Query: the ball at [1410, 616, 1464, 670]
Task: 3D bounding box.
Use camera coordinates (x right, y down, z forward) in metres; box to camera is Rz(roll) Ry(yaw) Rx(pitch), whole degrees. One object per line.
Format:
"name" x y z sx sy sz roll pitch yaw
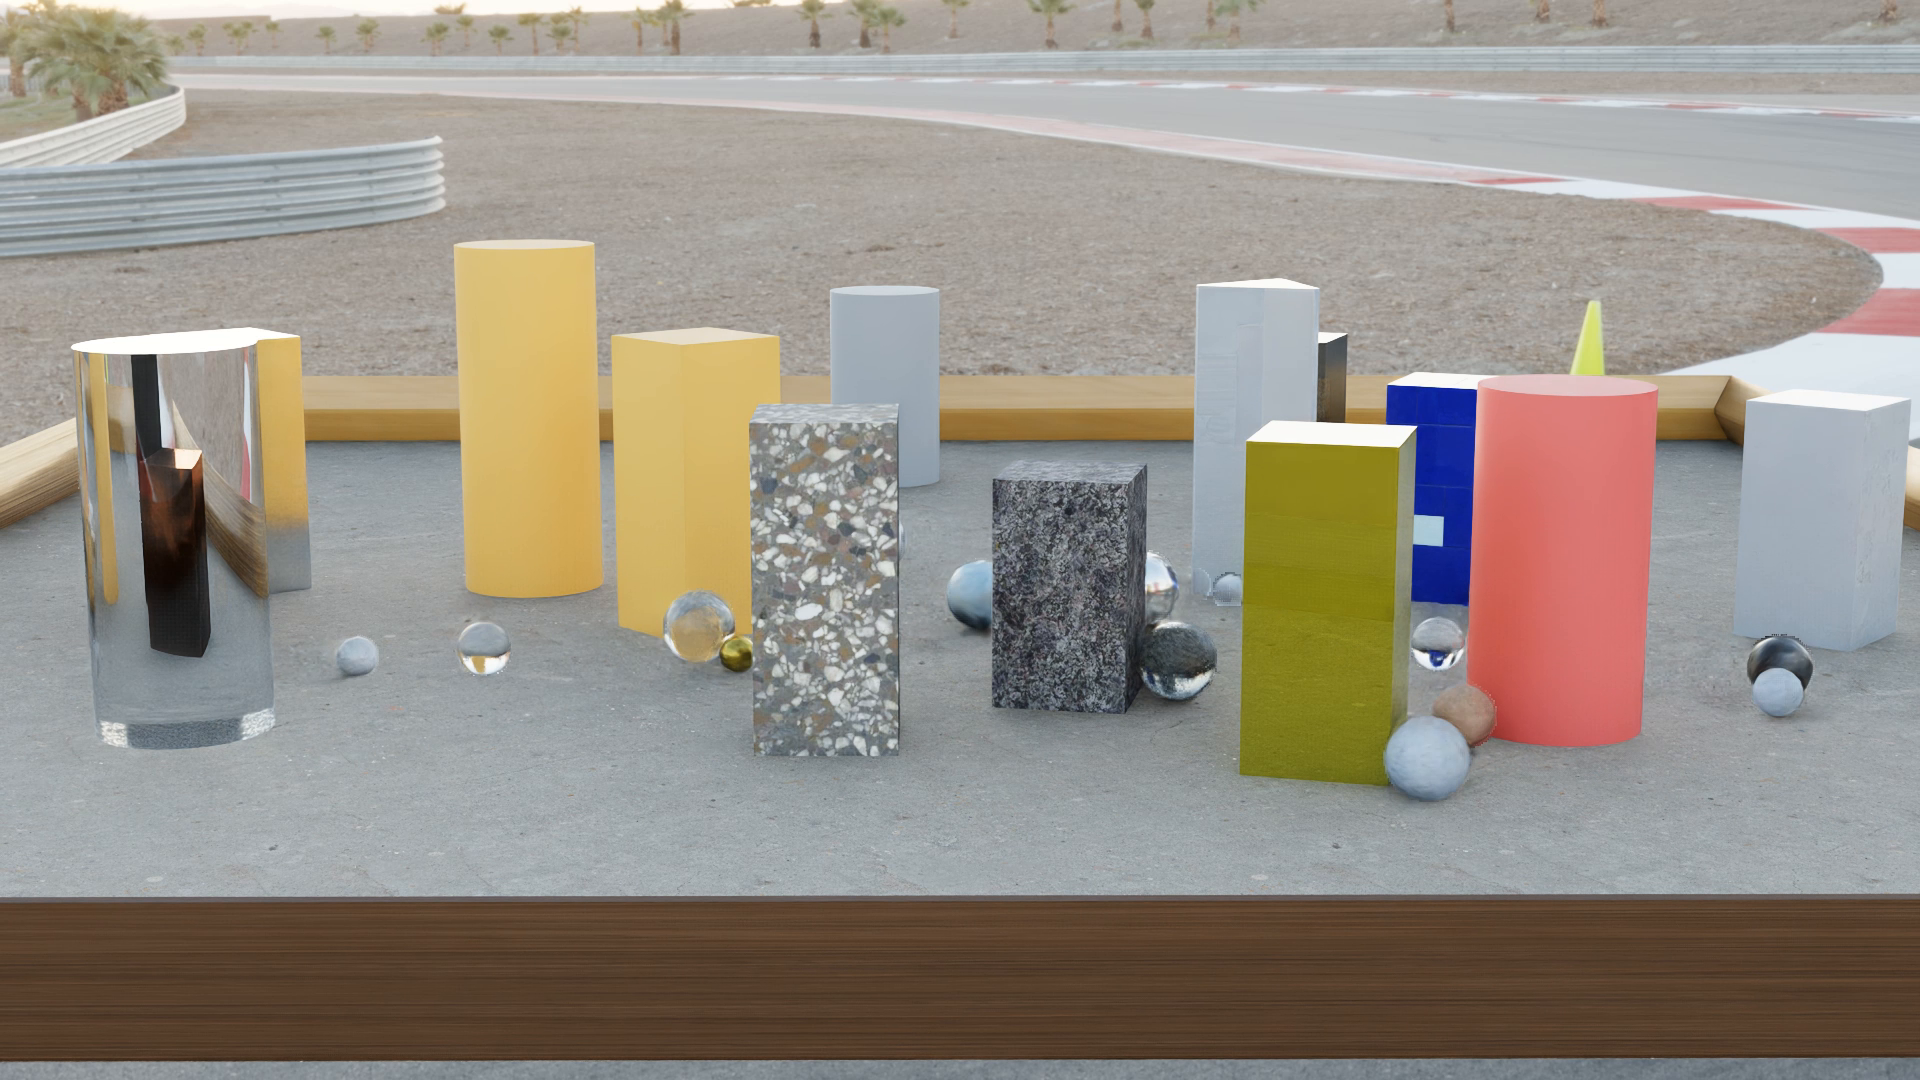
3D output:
"ball" 0.579 0.126 3.113 0.065 0.065 0.065 0 11 0

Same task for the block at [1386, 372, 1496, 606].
"block" 0.681 -0.073 3.548 0.154 0.296 0.154 5 11 23

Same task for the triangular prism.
"triangular prism" 0.425 -0.143 3.569 0.166 0.428 0.144 4 11 19

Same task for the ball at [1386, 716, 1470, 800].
"ball" 0.468 0.218 2.566 0.084 0.084 0.084 0 11 0

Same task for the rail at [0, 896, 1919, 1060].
"rail" 0.009 0.318 1.909 3.033 0.125 0.045 0 11 0

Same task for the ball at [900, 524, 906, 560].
"ball" -0.122 0.002 3.716 0.089 0.089 0.089 0 11 0

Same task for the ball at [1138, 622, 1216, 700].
"ball" 0.251 0.140 2.969 0.090 0.090 0.090 0 11 0

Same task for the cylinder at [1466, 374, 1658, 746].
"cylinder" 0.661 0.018 2.829 0.192 0.381 0.192 0 11 0

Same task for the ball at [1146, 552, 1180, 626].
"ball" 0.240 0.064 3.362 0.096 0.096 0.096 0 11 0

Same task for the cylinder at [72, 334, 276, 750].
"cylinder" -0.859 -0.002 2.812 0.192 0.427 0.192 0 11 0

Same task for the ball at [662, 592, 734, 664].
"ball" -0.321 0.107 3.152 0.088 0.088 0.088 0 11 0

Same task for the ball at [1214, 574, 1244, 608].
"ball" 0.366 0.069 3.478 0.044 0.044 0.044 0 11 0

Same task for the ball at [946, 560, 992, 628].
"ball" 0.026 0.071 3.345 0.088 0.088 0.088 0 11 0

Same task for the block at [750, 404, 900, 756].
"block" -0.143 0.040 2.775 0.154 0.358 0.154 0 11 -1

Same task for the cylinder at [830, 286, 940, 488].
"cylinder" -0.132 -0.273 4.521 0.192 0.334 0.192 0 11 0

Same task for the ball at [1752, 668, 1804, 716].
"ball" 0.923 0.172 2.895 0.055 0.055 0.055 0 11 0

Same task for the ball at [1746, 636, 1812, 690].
"ball" 0.950 0.148 2.973 0.073 0.073 0.073 0 11 0

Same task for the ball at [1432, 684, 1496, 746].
"ball" 0.543 0.190 2.767 0.067 0.067 0.067 0 11 0

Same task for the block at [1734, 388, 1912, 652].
"block" 1.106 -0.029 3.291 0.154 0.305 0.154 9 14 39

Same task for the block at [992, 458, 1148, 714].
"block" 0.128 0.051 2.972 0.154 0.264 0.154 2 11 12

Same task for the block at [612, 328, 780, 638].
"block" -0.339 -0.074 3.323 0.154 0.382 0.154 -9 14 -41

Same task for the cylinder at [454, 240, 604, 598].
"cylinder" -0.602 -0.173 3.591 0.192 0.479 0.192 0 11 0

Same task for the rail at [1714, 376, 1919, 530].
"rail" 1.493 0.031 3.458 0.045 0.125 3.180 0 11 0

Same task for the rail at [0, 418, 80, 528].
"rail" -1.493 0.034 3.441 0.045 0.125 3.180 0 11 0

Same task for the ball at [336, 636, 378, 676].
"ball" -0.725 0.140 3.084 0.048 0.048 0.048 0 11 0

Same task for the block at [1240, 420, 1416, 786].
"block" 0.385 0.062 2.679 0.154 0.350 0.154 3 11 16

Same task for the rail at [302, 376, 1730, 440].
"rail" -0.009 -0.254 4.989 3.033 0.125 0.045 0 11 0

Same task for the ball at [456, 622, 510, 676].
"ball" -0.574 0.131 3.091 0.064 0.064 0.064 0 11 0

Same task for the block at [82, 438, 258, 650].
"block" -1.019 0.001 3.313 0.154 0.237 0.154 -9 14 -41

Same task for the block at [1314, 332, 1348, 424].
"block" 0.543 -0.195 4.238 0.154 0.284 0.154 4 11 21

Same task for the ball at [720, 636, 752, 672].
"ball" -0.268 0.138 3.103 0.045 0.045 0.045 0 11 0

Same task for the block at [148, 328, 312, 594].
"block" -1.019 -0.108 3.579 0.154 0.355 0.154 -9 14 -40
